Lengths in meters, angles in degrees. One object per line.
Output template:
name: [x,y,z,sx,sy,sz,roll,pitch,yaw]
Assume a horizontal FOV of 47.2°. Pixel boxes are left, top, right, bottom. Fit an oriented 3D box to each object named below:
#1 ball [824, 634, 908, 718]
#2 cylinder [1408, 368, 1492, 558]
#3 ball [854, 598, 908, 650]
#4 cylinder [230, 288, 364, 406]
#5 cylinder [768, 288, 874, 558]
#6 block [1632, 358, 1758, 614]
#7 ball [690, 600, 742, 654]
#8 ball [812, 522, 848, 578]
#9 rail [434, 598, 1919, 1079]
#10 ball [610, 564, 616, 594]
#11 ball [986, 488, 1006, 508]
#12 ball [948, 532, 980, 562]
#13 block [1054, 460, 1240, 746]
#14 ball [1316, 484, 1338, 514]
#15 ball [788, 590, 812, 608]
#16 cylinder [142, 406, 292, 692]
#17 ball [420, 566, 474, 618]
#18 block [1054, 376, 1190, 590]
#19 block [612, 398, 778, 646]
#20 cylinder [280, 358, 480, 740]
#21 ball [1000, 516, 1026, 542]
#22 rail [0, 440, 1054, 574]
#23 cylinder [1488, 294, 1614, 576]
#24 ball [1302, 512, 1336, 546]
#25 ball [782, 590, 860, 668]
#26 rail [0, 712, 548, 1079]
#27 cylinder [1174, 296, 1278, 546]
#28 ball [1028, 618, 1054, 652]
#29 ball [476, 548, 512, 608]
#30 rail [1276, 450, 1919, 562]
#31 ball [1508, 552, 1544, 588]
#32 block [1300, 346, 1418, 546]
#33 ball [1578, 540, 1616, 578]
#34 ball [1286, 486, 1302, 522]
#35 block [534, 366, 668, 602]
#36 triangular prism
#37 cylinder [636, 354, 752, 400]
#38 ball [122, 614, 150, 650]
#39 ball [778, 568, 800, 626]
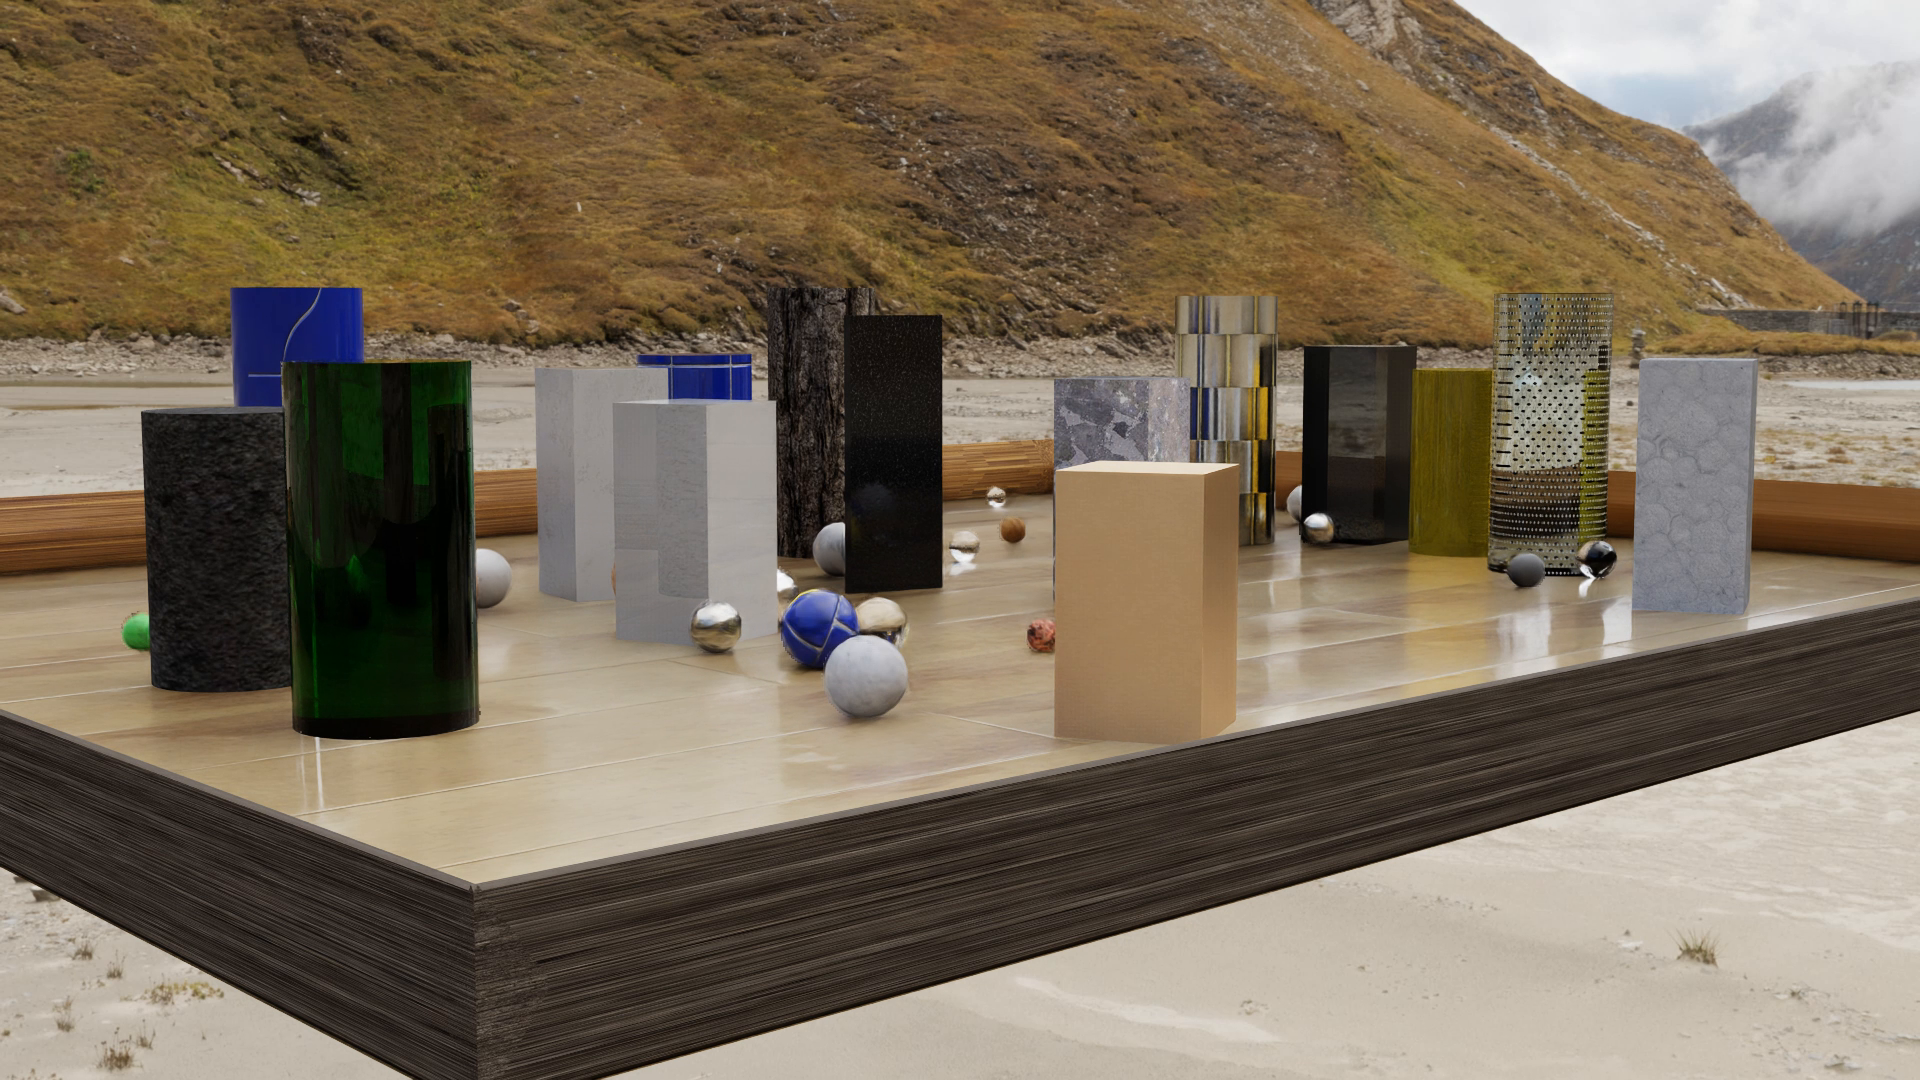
ball: [-0.103,0.149,2.408,0.091,0.091,0.091,0,6,0]
cylinder: [0.930,-0.146,4.051,0.196,0.336,0.196,0,6,0]
ball: [-0.104,0.113,2.820,0.078,0.078,0.078,0,6,0]
cylinder: [-1.023,-0.151,3.416,0.196,0.478,0.196,0,6,0]
cylinder: [-0.252,-0.217,4.026,0.196,0.484,0.196,0,6,0]
block: [1.105,-0.085,3.305,0.157,0.371,0.157,2,6,23]
ball: [-0.318,0.113,2.863,0.068,0.068,0.068,0,6,0]
ball: [-0.200,0.016,3.676,0.092,0.092,0.092,0,6,0]
rail: [0.921,0.137,2.339,3.279,0.128,0.045,-5,8,-42]
ball: [-0.468,0.056,3.262,0.098,0.098,0.098,0,6,0]
ball: [0.083,-0.096,4.986,0.044,0.044,0.044,0,6,0]
ball: [0.008,0.012,3.901,0.054,0.054,0.054,0,6,0]
block: [0.200,0.062,2.334,0.157,0.279,0.157,2,6,20]
ball: [0.791,-0.087,4.788,0.067,0.067,0.067,0,6,0]
ball: [-0.187,0.106,2.864,0.083,0.083,0.083,0,6,0]
cylinder: [-0.876,0.006,2.649,0.196,0.325,0.196,0,6,0]
ball: [-0.744,0.075,3.195,0.076,0.076,0.076,0,6,0]
block: [0.250,-0.079,3.392,0.157,0.340,0.157,3,7,29]
block: [-0.360,-0.028,3.000,0.157,0.321,0.157,4,7,30]
cylinder: [-0.621,0.003,2.362,0.196,0.391,0.196,0,6,0]
ball: [0.102,-0.019,4.219,0.050,0.050,0.050,0,6,0]
rail: [-0.921,-0.071,4.325,3.279,0.128,0.045,-5,8,-42]
cylinder: [1.008,-0.184,3.758,0.196,0.472,0.196,0,6,0]
ball: [0.679,-0.020,4.164,0.063,0.063,0.063,0,6,0]
ball: [-0.174,0.111,2.750,0.097,0.097,0.097,0,6,0]
rail: [-1.188,0.147,2.242,0.045,0.128,2.765,-5,8,-42]
cylinder: [0.510,-0.233,4.233,0.196,0.471,0.196,0,6,0]
ball: [0.109,0.124,2.877,0.043,0.043,0.043,0,6,0]
ball: [-0.714,0.058,3.286,0.090,0.090,0.090,0,6,0]
rail: [1.188,-0.081,4.422,0.045,0.128,2.765,-5,8,-42]
ball: [0.910,0.049,3.537,0.056,0.056,0.056,0,6,0]
block: [0.773,-0.188,4.261,0.157,0.376,0.157,5,8,40]
ball: [1.061,0.032,3.661,0.064,0.064,0.064,0,6,0]
ball: [0.724,-0.075,4.599,0.081,0.081,0.081,0,6,0]
block: [-0.561,-0.092,3.450,0.157,0.355,0.157,-4,7,-32]
triangular prism: [-0.137,-0.143,3.544,0.170,0.437,0.147,-3,7,-29]
cylinder: [-0.455,-0.134,3.778,0.196,0.369,0.196,0,6,0]
ball: [-1.075,0.121,2.889,0.047,0.047,0.047,0,6,0]
ball: [-0.267,0.081,3.097,0.084,0.084,0.084,0,6,0]
